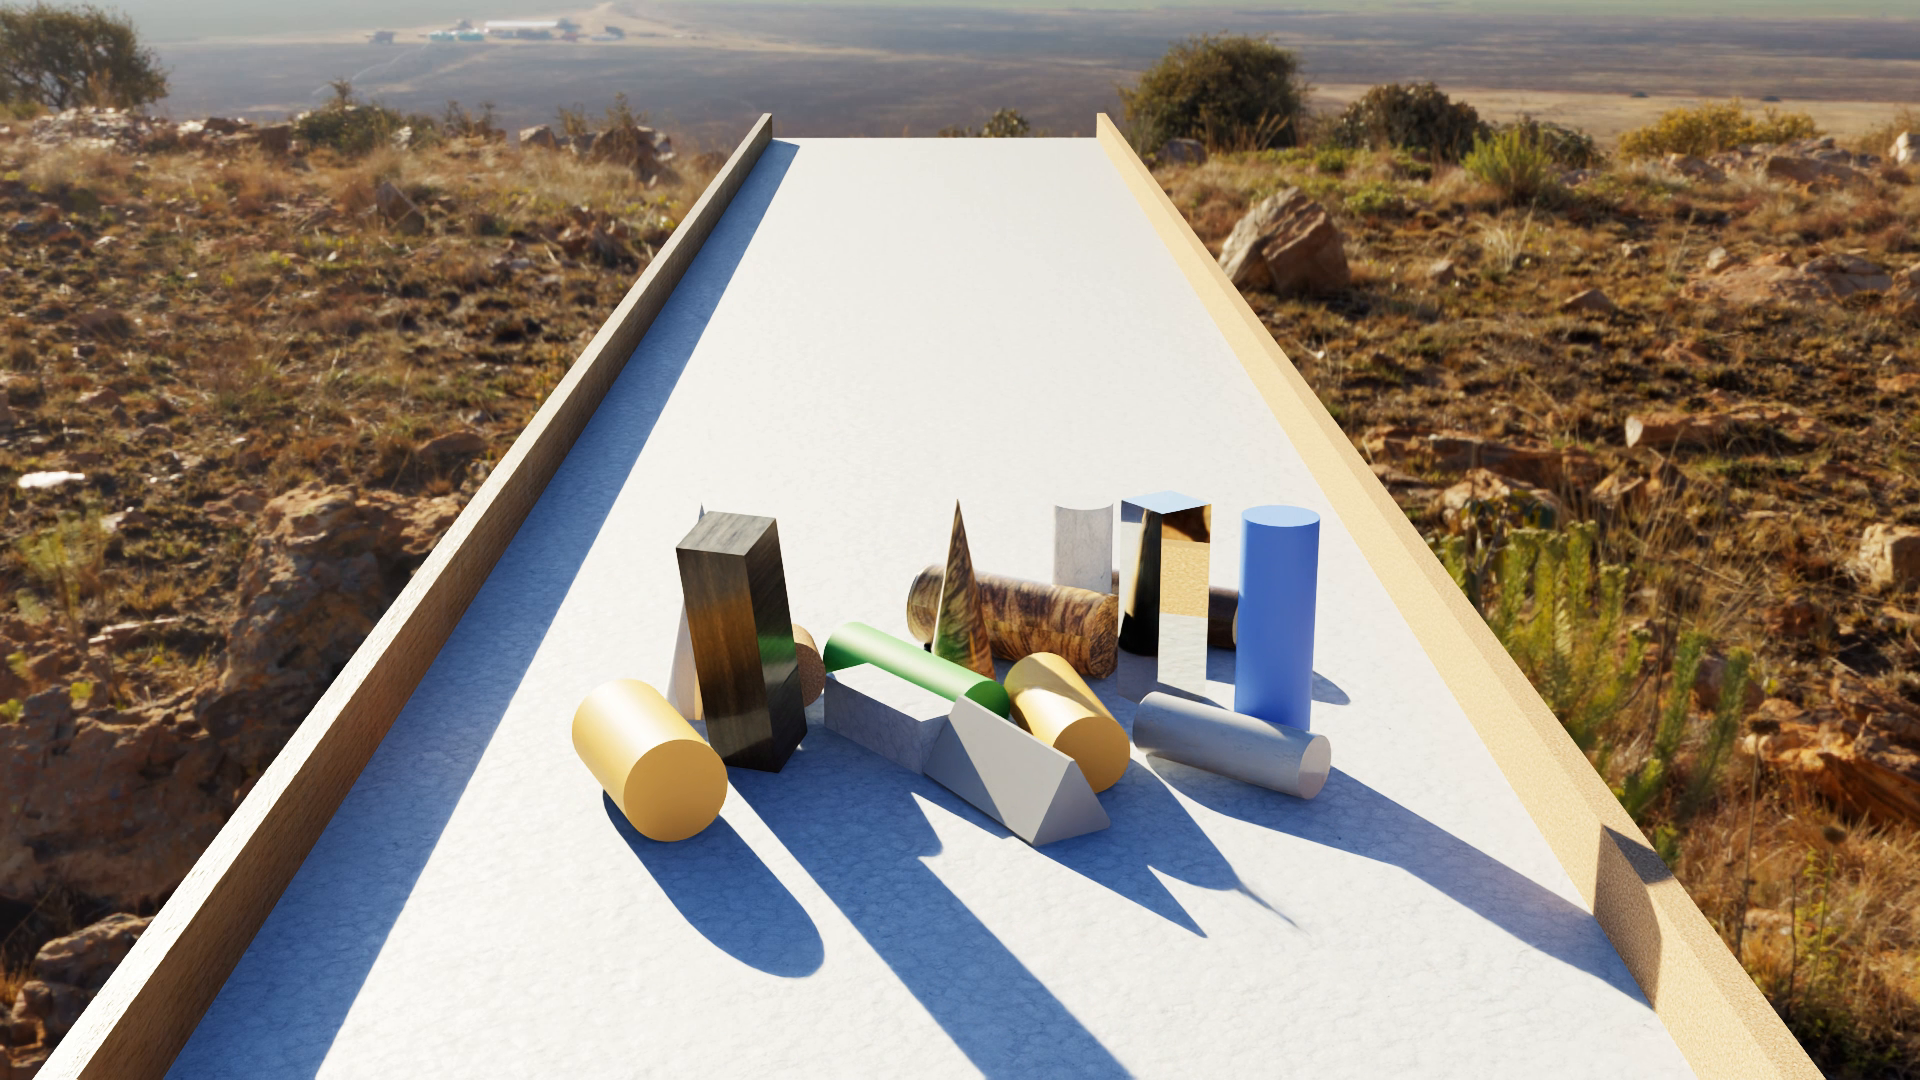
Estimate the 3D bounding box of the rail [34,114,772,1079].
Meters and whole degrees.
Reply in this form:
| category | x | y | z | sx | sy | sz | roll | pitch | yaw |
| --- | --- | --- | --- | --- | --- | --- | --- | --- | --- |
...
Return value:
| category | x | y | z | sx | sy | sz | roll | pitch | yaw |
| --- | --- | --- | --- | --- | --- | --- | --- | --- | --- |
| rail | -1.118 | -0.838 | 7.780 | 0.050 | 0.150 | 12.000 | 0 | 17 | -1 |

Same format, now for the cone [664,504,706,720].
| category | x | y | z | sx | sy | sz | roll | pitch | yaw |
| --- | --- | --- | --- | --- | --- | --- | --- | --- | --- |
| cone | -0.478 | 0.119 | 4.125 | 0.174 | 0.399 | 0.174 | 0 | 17 | 0 |

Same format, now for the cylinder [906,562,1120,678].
| category | x | y | z | sx | sy | sz | roll | pitch | yaw |
| --- | --- | --- | --- | --- | --- | --- | --- | --- | --- |
| cylinder | 0.113 | 0.158 | 4.402 | 0.416 | 0.167 | 0.167 | 10 | 19 | 29 |

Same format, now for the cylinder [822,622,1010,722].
| category | x | y | z | sx | sy | sz | roll | pitch | yaw |
| --- | --- | --- | --- | --- | --- | --- | --- | --- | --- |
| cylinder | -0.087 | 0.267 | 4.106 | 0.128 | 0.128 | 0.415 | -12 | 21 | -36 |

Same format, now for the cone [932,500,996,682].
| category | x | y | z | sx | sy | sz | roll | pitch | yaw |
| --- | --- | --- | --- | --- | --- | --- | --- | --- | --- |
| cone | 0.000 | 0.104 | 4.185 | 0.143 | 0.391 | 0.143 | -1 | 15 | 0 |

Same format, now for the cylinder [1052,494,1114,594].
| category | x | y | z | sx | sy | sz | roll | pitch | yaw |
| --- | --- | --- | --- | --- | --- | --- | --- | --- | --- |
| cylinder | 0.248 | 0.068 | 4.467 | 0.123 | 0.303 | 0.123 | 0 | 17 | 0 |

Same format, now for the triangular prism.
| category | x | y | z | sx | sy | sz | roll | pitch | yaw |
| --- | --- | --- | --- | --- | --- | --- | --- | --- | --- |
| triangular prism | 0.092 | 0.376 | 3.717 | 0.153 | 0.132 | 0.350 | -10 | 19 | -30 |

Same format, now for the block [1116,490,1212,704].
| category | x | y | z | sx | sy | sz | roll | pitch | yaw |
| --- | --- | --- | --- | --- | --- | --- | --- | --- | --- |
| block | 0.385 | 0.115 | 4.158 | 0.119 | 0.389 | 0.119 | -11 | 20 | -33 |

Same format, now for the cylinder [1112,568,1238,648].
| category | x | y | z | sx | sy | sz | roll | pitch | yaw |
| --- | --- | --- | --- | --- | --- | --- | --- | --- | --- |
| cylinder | 0.413 | 0.136 | 4.560 | 0.383 | 0.120 | 0.120 | 10 | 19 | 29 |

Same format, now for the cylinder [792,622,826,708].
| category | x | y | z | sx | sy | sz | roll | pitch | yaw |
| --- | --- | --- | --- | --- | --- | --- | --- | --- | --- |
| cylinder | -0.321 | 0.233 | 4.113 | 0.124 | 0.124 | 0.325 | -2 | 4 | -7 |

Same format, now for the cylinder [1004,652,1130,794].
| category | x | y | z | sx | sy | sz | roll | pitch | yaw |
| --- | --- | --- | --- | --- | --- | --- | --- | --- | --- |
| cylinder | 0.185 | 0.321 | 3.897 | 0.143 | 0.143 | 0.330 | -4 | 17 | -12 |

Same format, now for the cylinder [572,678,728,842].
| category | x | y | z | sx | sy | sz | roll | pitch | yaw |
| --- | --- | --- | --- | --- | --- | --- | --- | --- | --- |
| cylinder | -0.524 | 0.365 | 3.690 | 0.177 | 0.177 | 0.310 | -8 | 18 | -24 |

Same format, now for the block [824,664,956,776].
| category | x | y | z | sx | sy | sz | roll | pitch | yaw |
| --- | --- | --- | --- | --- | --- | --- | --- | --- | --- |
| block | -0.119 | 0.321 | 3.971 | 0.102 | 0.102 | 0.300 | -12 | 21 | -36 |

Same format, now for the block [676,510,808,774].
| category | x | y | z | sx | sy | sz | roll | pitch | yaw |
| --- | --- | --- | --- | --- | --- | --- | --- | --- | --- |
| block | -0.375 | 0.179 | 3.815 | 0.128 | 0.444 | 0.128 | 6 | 32 | 20 |

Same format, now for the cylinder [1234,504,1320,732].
| category | x | y | z | sx | sy | sz | roll | pitch | yaw |
| --- | --- | --- | --- | --- | --- | --- | --- | --- | --- |
| cylinder | 0.556 | 0.171 | 3.873 | 0.136 | 0.445 | 0.136 | 0 | 17 | 0 |

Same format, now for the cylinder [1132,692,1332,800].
| category | x | y | z | sx | sy | sz | roll | pitch | yaw |
| --- | --- | --- | --- | --- | --- | --- | --- | --- | --- |
| cylinder | 0.471 | 0.356 | 3.833 | 0.336 | 0.112 | 0.112 | 13 | 21 | 37 |

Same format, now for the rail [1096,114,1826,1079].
| category | x | y | z | sx | sy | sz | roll | pitch | yaw |
| --- | --- | --- | --- | --- | --- | --- | --- | --- | --- |
| rail | 0.932 | -0.844 | 7.801 | 0.050 | 0.150 | 12.000 | 0 | 17 | -1 |
